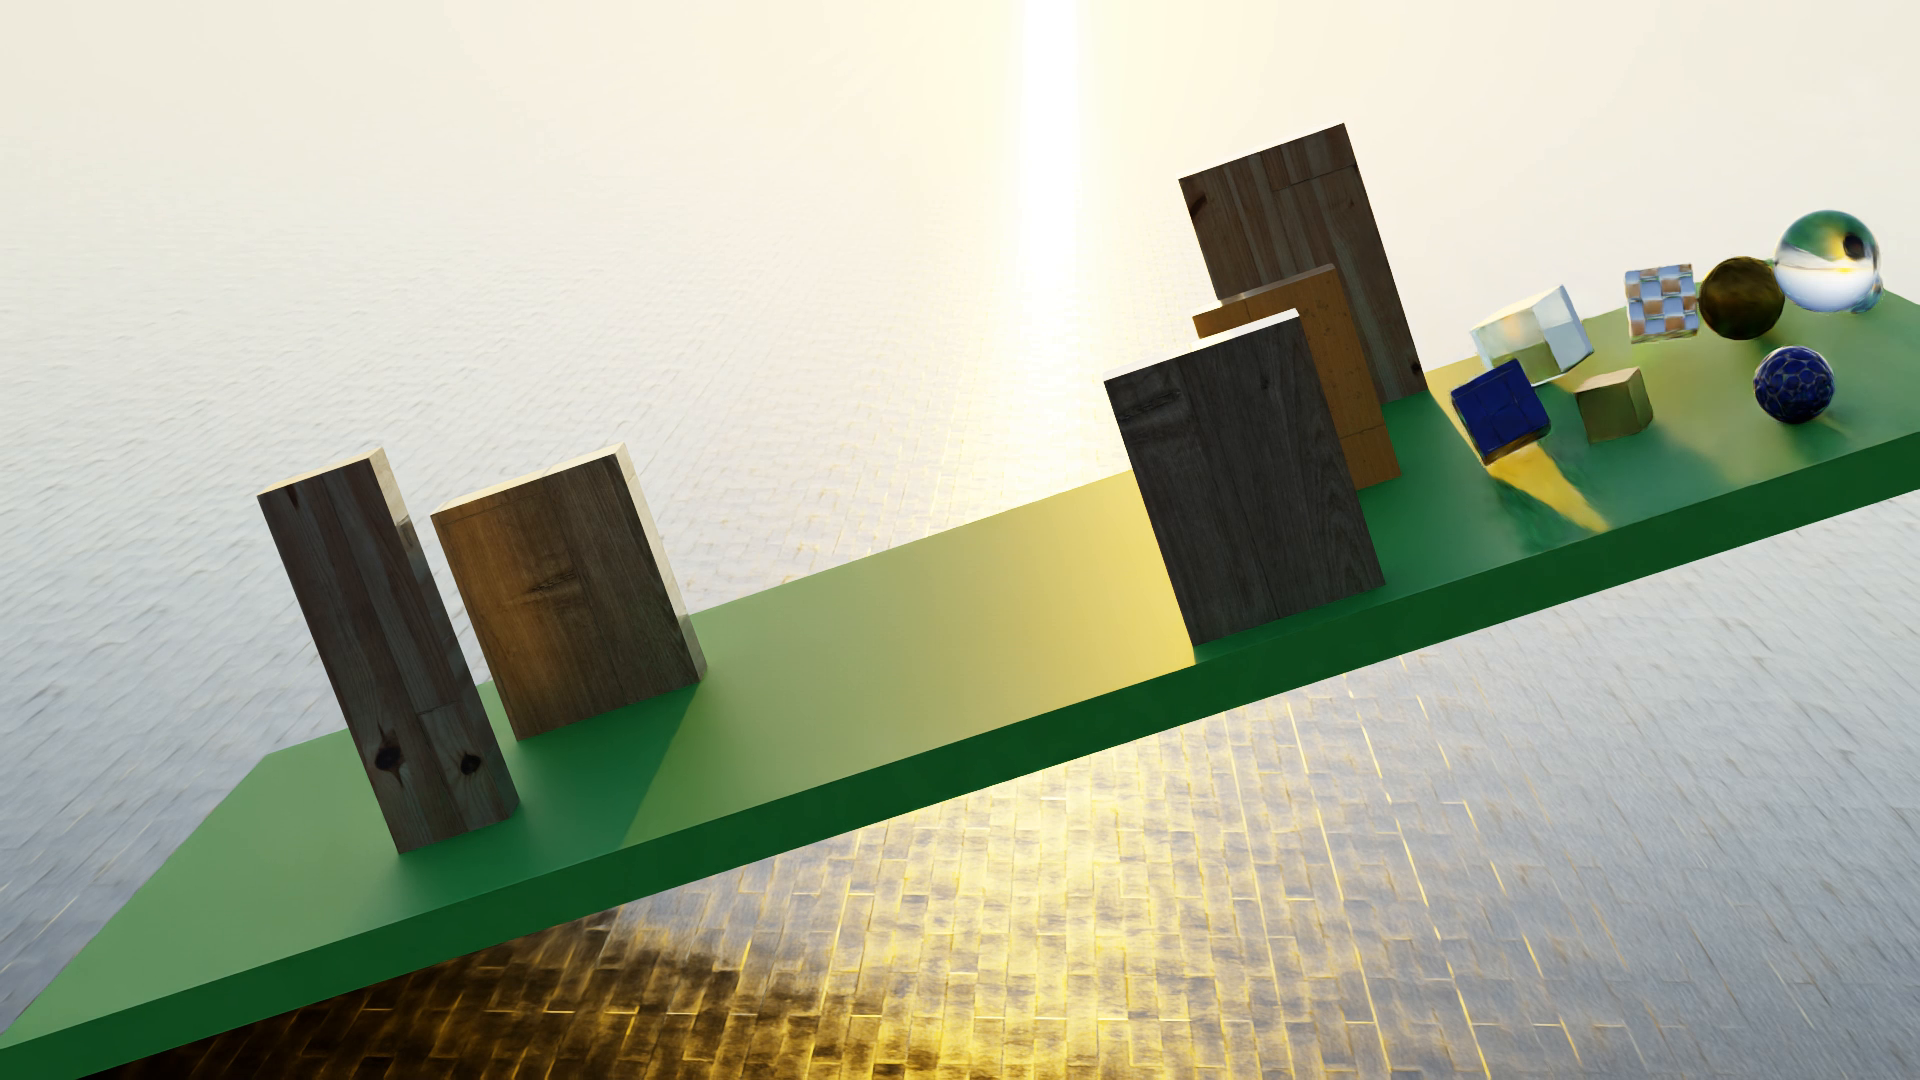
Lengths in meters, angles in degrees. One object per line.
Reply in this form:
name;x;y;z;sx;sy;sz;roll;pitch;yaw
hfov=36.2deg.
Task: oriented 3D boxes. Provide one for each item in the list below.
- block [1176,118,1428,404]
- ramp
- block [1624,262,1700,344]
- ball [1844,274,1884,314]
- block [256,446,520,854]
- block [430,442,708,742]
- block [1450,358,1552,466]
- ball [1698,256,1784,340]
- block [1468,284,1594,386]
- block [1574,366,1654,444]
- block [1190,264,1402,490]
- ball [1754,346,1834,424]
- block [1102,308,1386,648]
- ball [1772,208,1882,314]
block;0.810;-0.613;6.970;0.407;0.662;0.125;-18;11;6
ramp;0.108;0.180;6.304;4.000;0.100;2.000;-18;11;6
block;1.522;-0.512;6.385;0.142;0.142;0.142;-7;-5;12
ball;1.882;-0.531;6.177;0.109;0.109;0.109;0;12;0
block;-1.145;0.224;5.915;0.240;0.780;0.120;-18;11;6
block;-0.873;0.116;6.595;0.440;0.547;0.137;-18;11;6
block;1.088;-0.256;5.917;0.147;0.147;0.147;-28;-11;6
ball;1.670;-0.517;6.288;0.180;0.180;0.180;0;12;0
block;1.278;-0.444;6.574;0.169;0.169;0.169;-21;7;42
block;1.309;-0.270;5.884;0.109;0.109;0.109;-13;13;30
block;0.706;-0.310;6.190;0.313;0.461;0.094;-18;11;6
ball;1.549;-0.289;5.464;0.146;0.146;0.146;0;12;0
block;0.519;-0.113;5.382;0.370;0.521;0.101;-18;11;6
ball;1.691;-0.545;5.741;0.204;0.204;0.204;0;12;0
